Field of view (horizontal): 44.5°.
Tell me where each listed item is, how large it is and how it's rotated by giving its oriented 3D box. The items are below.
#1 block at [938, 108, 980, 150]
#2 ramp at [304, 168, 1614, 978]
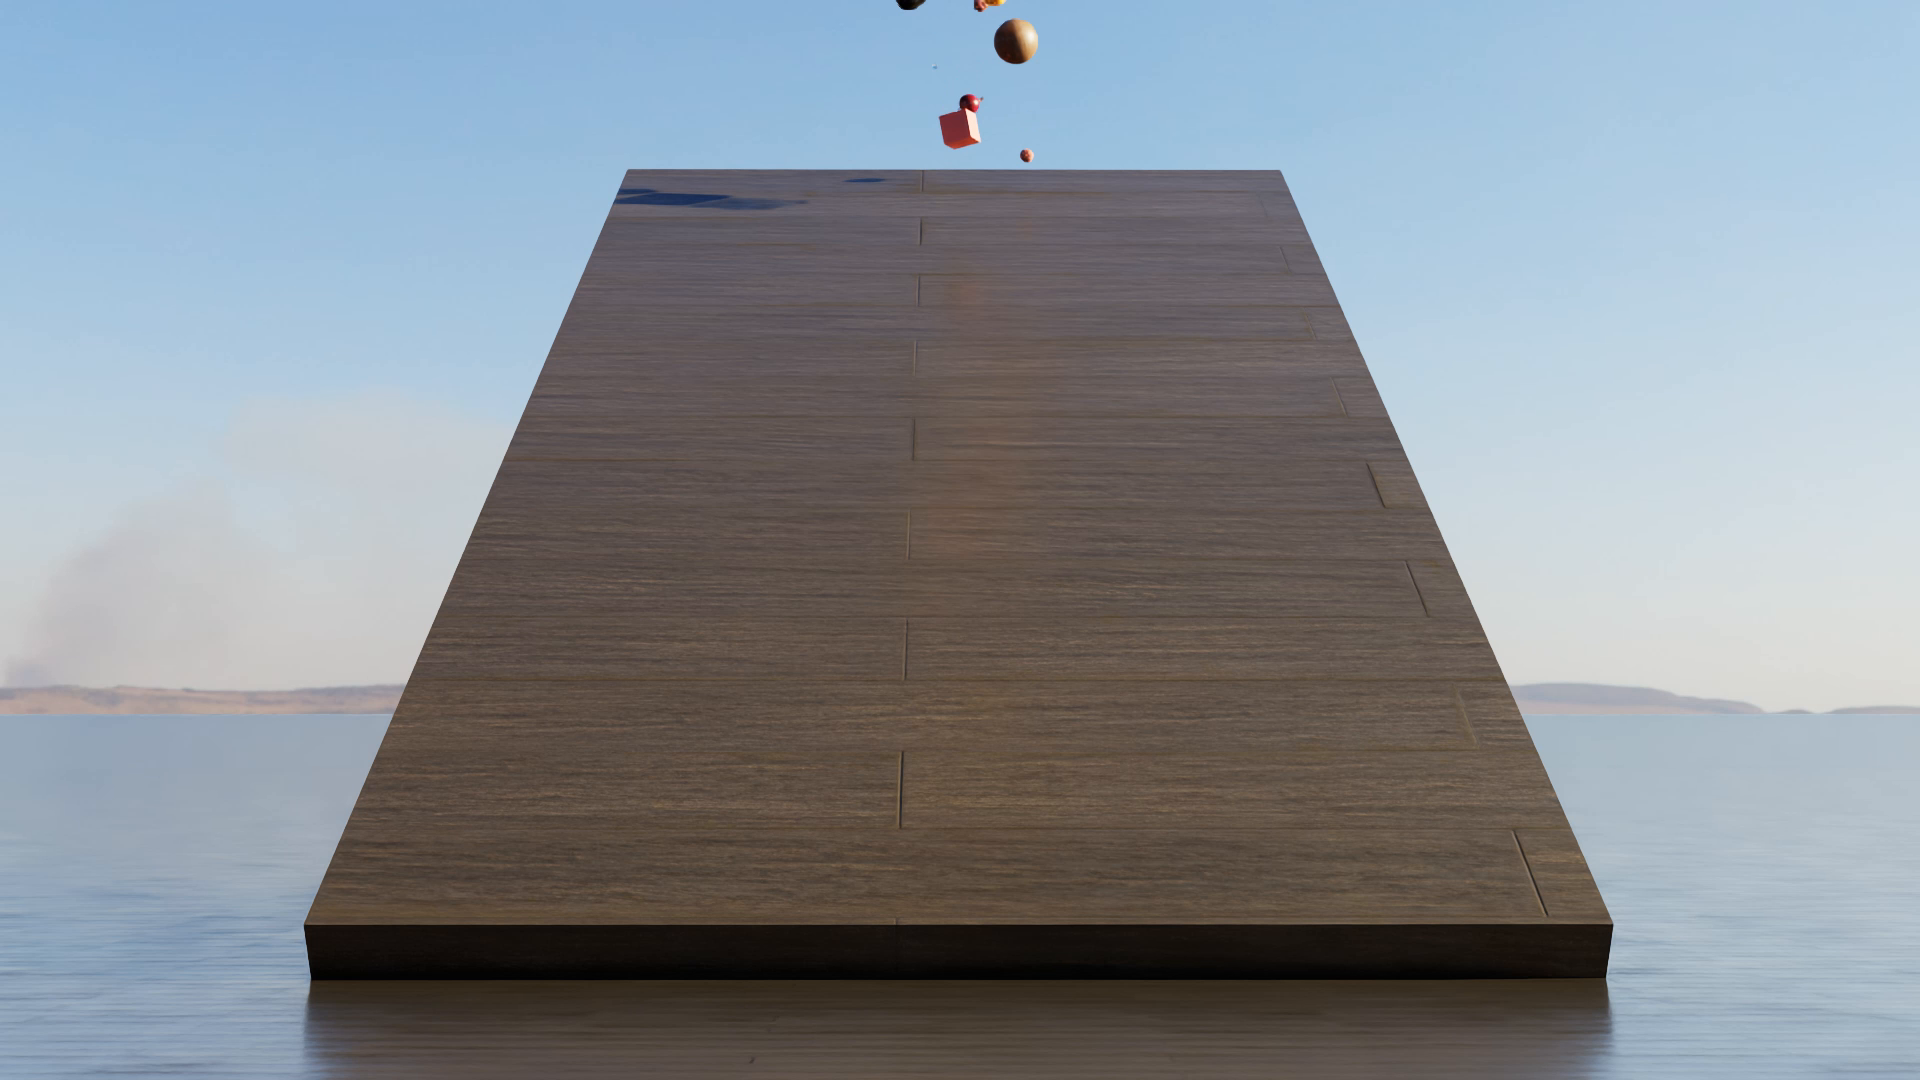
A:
[{"bbox_3d":[-0.001,-1.194,6.828,0.085,0.085,0.085,-12,-5,19],"label":"block"},{"bbox_3d":[-0.009,-0.229,5.411,2.000,0.100,4.000,0,26,0],"label":"ramp"}]
